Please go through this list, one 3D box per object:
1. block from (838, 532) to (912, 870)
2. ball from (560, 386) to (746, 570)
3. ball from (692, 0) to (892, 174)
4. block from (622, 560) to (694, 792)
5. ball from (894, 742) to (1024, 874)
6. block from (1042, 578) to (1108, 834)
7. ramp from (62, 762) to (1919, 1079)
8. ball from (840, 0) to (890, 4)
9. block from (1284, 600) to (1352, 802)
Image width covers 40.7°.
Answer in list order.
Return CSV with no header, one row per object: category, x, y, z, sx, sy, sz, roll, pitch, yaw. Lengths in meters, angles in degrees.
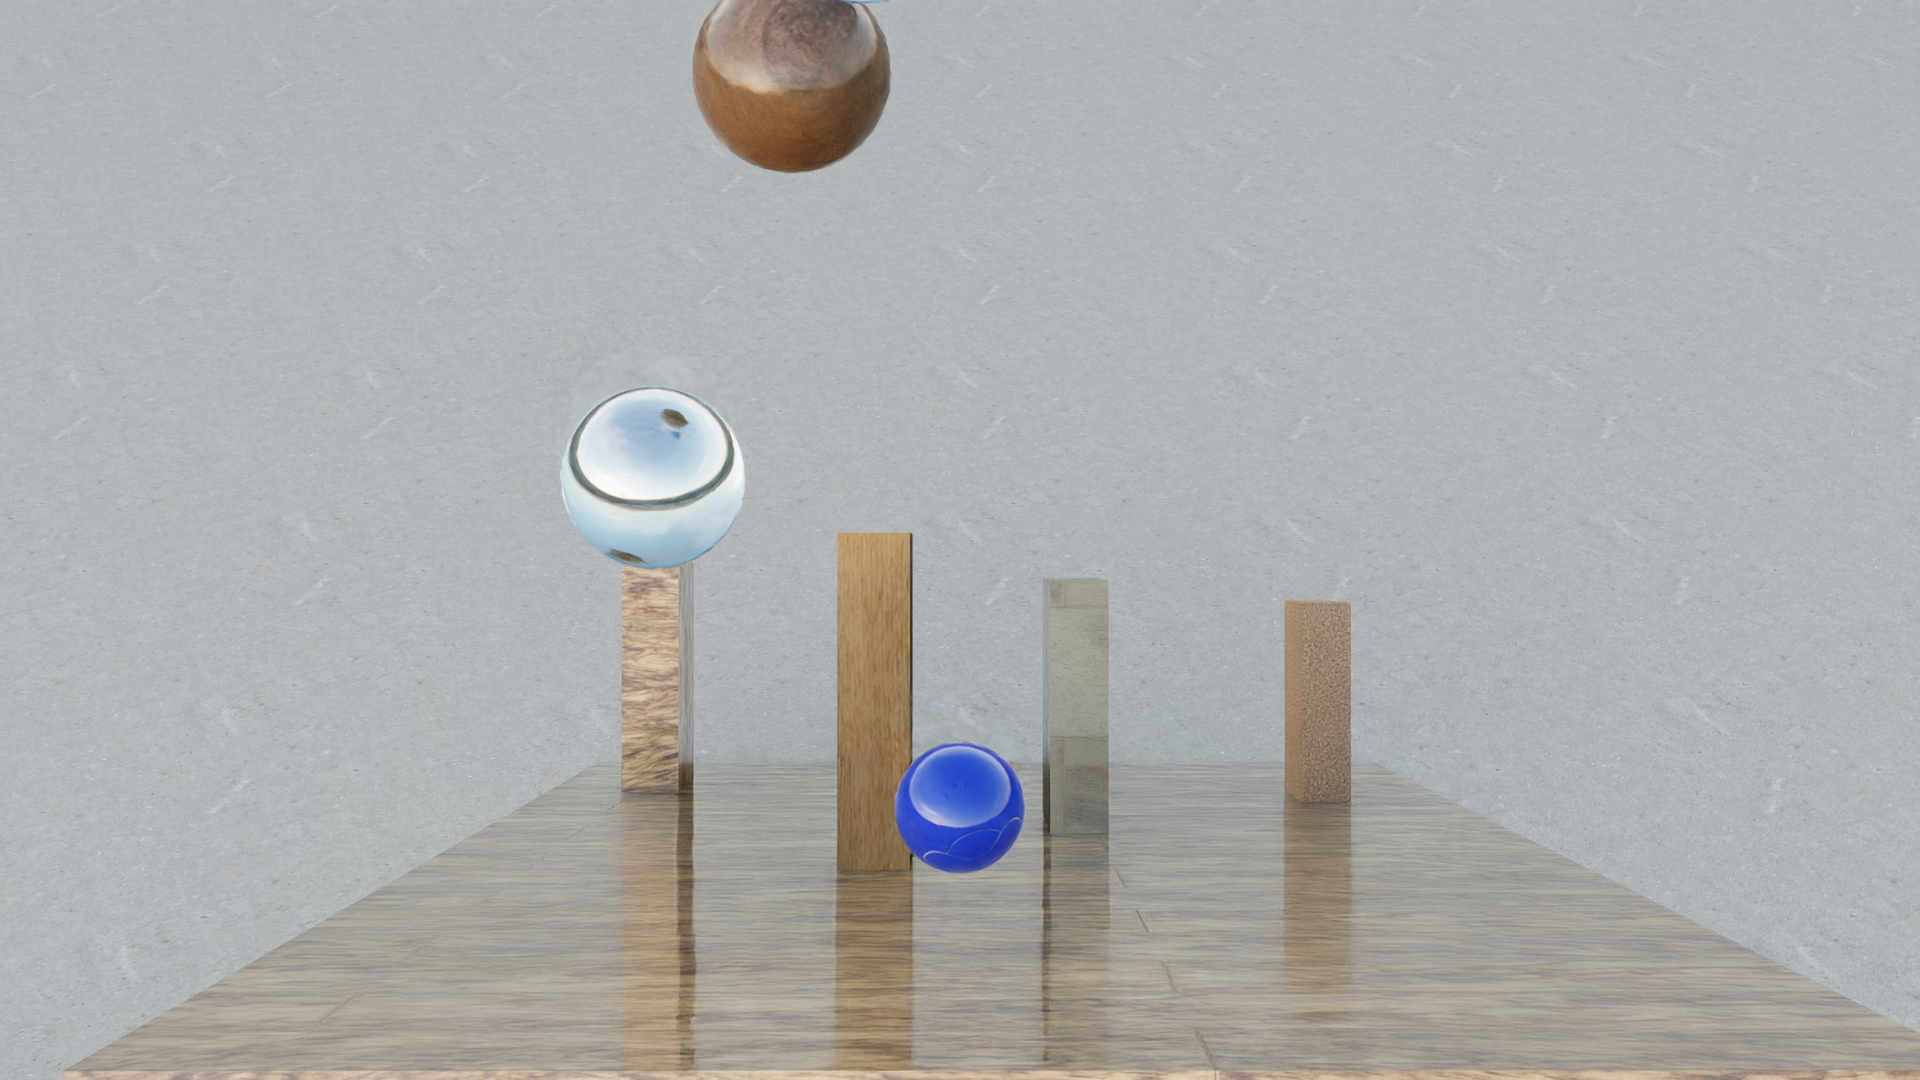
block,-0.147,0.274,4.524,0.124,0.573,0.254,0,0,0
ball,-0.288,-0.059,2.433,0.172,0.172,0.172,0,31,0
ball,-0.153,-0.424,2.349,0.181,0.181,0.181,0,31,0
block,-0.700,0.240,6.013,0.128,0.660,0.337,0,0,0
ball,-0.001,0.322,3.120,0.157,0.157,0.157,0,31,0
block,0.229,0.321,5.196,0.112,0.486,0.445,0,0,0
ramp,0.069,0.612,4.684,2.000,0.100,4.000,0,0,0
ball,-0.083,-0.564,2.245,0.193,0.193,0.193,0,31,0
block,0.793,0.352,5.752,0.104,0.431,0.312,0,0,0
